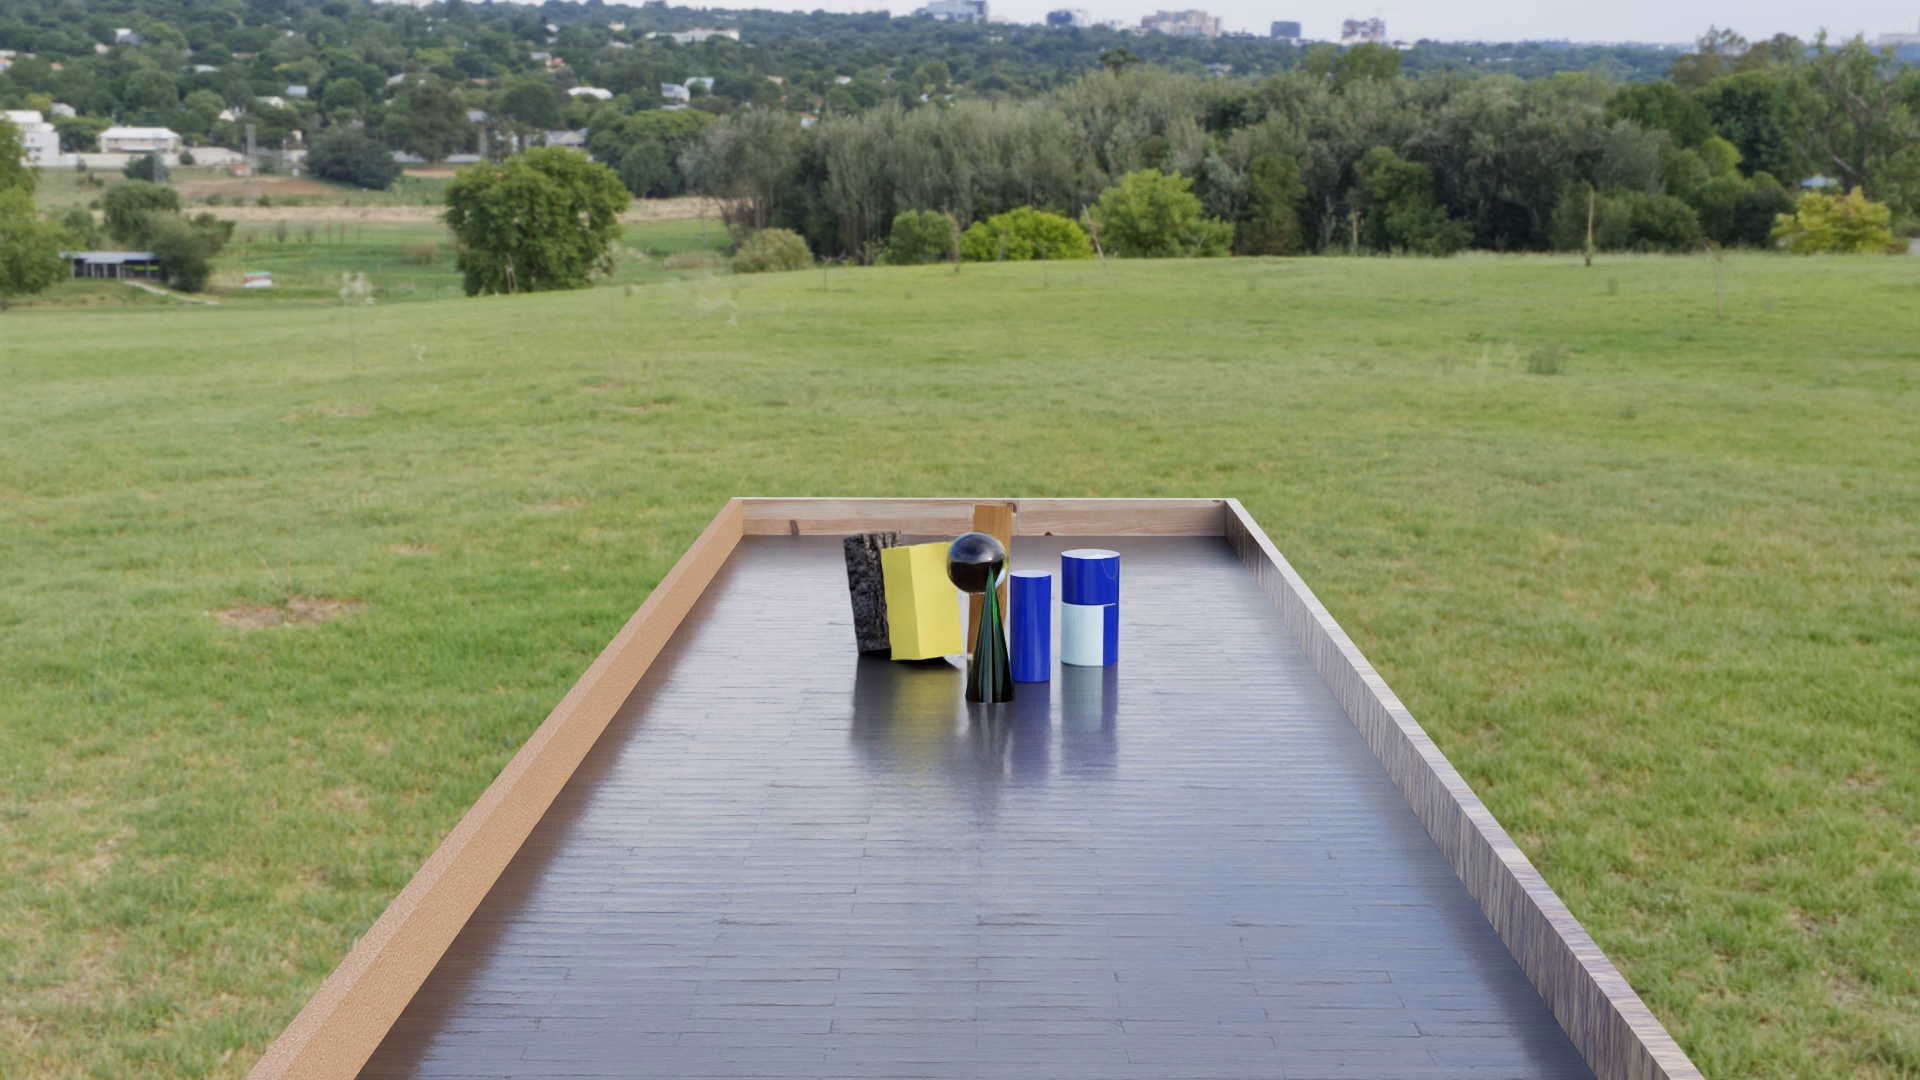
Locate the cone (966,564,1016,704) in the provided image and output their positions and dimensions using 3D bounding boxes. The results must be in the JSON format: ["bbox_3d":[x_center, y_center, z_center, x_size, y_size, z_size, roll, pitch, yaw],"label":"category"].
[{"bbox_3d":[0.086,0.253,6.178,0.144,0.387,0.144,0,9,0],"label":"cone"}]

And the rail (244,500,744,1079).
[{"bbox_3d":[-1.004,0.839,3.234,0.050,0.150,12.000,0,9,1],"label":"rail"}]

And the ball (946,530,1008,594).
[{"bbox_3d":[0.051,0.068,6.582,0.191,0.191,0.191,0,9,0],"label":"ball"}]

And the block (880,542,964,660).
[{"bbox_3d":[-0.116,0.186,6.687,0.157,0.338,0.157,-7,1,-36],"label":"block"}]

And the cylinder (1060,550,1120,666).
[{"bbox_3d":[0.395,0.204,6.671,0.177,0.329,0.177,0,9,0],"label":"cylinder"}]

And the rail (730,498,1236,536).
[{"bbox_3d":[0.099,-0.098,9.147,2.100,0.150,0.050,0,9,1],"label":"rail"}]

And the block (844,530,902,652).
[{"bbox_3d":[-0.250,0.161,6.794,0.131,0.354,0.131,-6,-4,-31],"label":"block"}]

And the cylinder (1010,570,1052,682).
[{"bbox_3d":[0.206,0.252,6.425,0.121,0.312,0.121,0,9,0],"label":"cylinder"}]

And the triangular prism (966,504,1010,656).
[{"bbox_3d":[0.114,0.125,6.723,0.124,0.458,0.108,4,1,35],"label":"triangular prism"}]

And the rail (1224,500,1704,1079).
[{"bbox_3d":[1.046,0.843,3.208,0.050,0.150,12.000,0,9,1],"label":"rail"}]
